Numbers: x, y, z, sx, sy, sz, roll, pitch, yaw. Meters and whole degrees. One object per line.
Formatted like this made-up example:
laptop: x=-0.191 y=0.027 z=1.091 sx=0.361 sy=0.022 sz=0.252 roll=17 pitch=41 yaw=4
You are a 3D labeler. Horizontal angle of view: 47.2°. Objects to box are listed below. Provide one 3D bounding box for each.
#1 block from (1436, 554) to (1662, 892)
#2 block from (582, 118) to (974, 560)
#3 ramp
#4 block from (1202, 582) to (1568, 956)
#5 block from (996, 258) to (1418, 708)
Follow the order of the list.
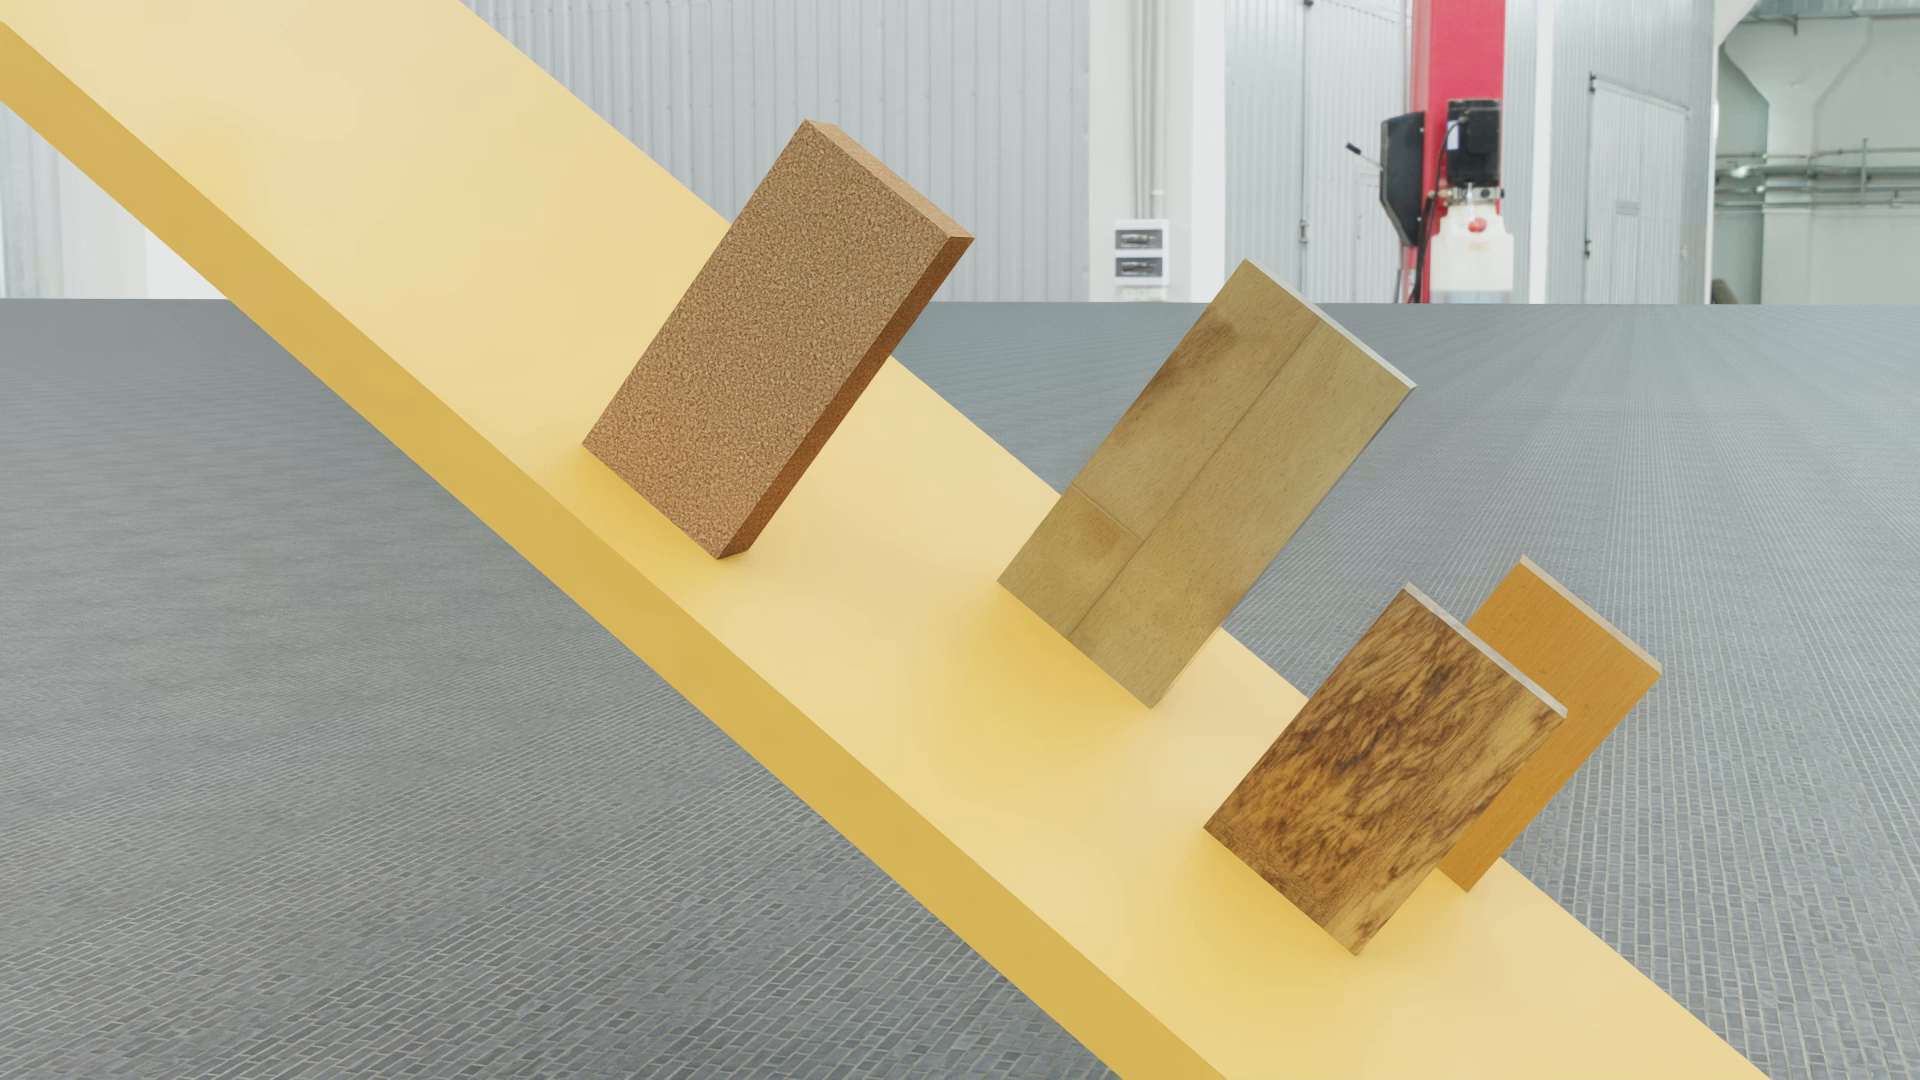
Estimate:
block: x=1.076 y=0.368 z=4.422 sx=0.345 sy=0.584 sz=0.127 roll=40 pitch=16 yaw=9
block: x=-0.281 y=-0.301 z=3.348 sx=0.282 sy=0.614 sz=0.126 roll=40 pitch=16 yaw=9
ramp: x=-0.040 y=0.096 z=4.058 sx=4.000 sy=0.100 sz=2.000 roll=40 pitch=16 yaw=9
block: x=0.706 y=0.383 z=3.678 sx=0.331 sy=0.535 sz=0.089 roll=40 pitch=16 yaw=9
block: x=0.451 y=-0.102 z=4.082 sx=0.377 sy=0.762 sz=0.121 roll=40 pitch=16 yaw=9
